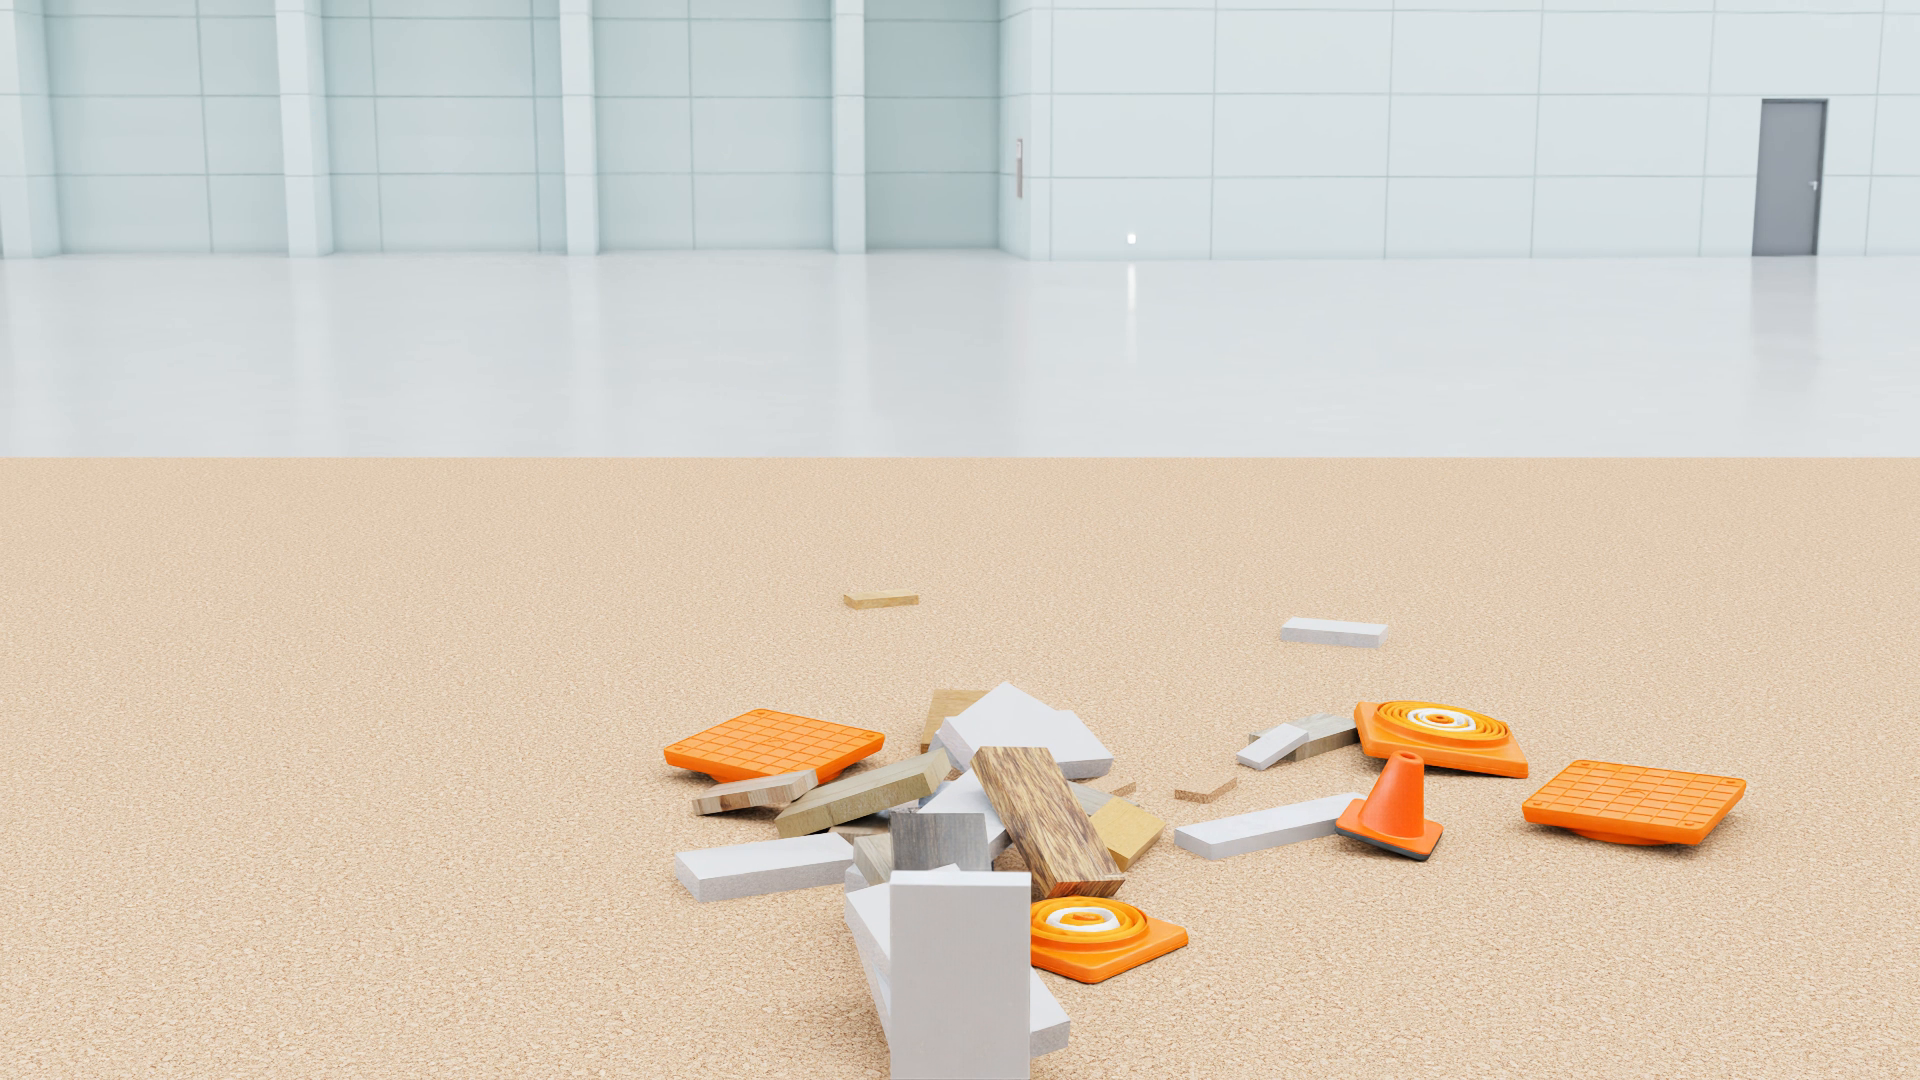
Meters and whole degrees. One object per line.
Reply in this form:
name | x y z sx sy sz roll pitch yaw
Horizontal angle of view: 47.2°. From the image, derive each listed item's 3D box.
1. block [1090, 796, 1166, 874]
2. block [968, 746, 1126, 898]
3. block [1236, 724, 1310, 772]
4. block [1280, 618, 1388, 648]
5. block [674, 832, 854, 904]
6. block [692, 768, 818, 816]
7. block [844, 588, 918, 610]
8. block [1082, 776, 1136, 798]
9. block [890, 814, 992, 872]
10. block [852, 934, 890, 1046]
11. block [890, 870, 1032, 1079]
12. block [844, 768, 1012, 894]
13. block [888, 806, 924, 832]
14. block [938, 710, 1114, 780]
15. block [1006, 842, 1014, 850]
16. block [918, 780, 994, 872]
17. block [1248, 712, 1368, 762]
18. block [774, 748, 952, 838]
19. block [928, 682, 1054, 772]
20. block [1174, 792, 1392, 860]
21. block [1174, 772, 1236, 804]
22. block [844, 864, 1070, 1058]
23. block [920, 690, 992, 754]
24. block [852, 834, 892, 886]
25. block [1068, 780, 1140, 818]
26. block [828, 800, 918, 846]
block | 0.280 0.517 3.874 0.106 0.030 0.212 27 19 17
block | 0.145 0.471 3.689 0.148 0.042 0.297 5 40 -38
block | 0.630 0.416 4.426 0.138 0.020 0.069 -28 27 -29
block | 0.938 0.232 5.502 0.244 0.035 0.122 4 11 21
block | -0.323 0.556 3.741 0.292 0.041 0.146 -4 11 -23
block | -0.381 0.469 4.095 0.211 0.030 0.106 -11 6 22
block | -0.212 0.159 5.919 0.182 0.026 0.091 -4 11 -22
block | 0.270 0.480 4.206 0.069 0.020 0.138 8 13 37
block | -0.019 0.565 3.227 0.146 0.041 0.469 1 32 -5
block | -0.034 0.613 3.059 0.173 0.049 0.346 -5 32 -14
block | 0.001 0.586 2.741 0.173 0.346 0.049 0 11 2
block | -0.003 0.489 3.672 0.148 0.042 0.497 14 23 24
block | -0.037 0.535 3.686 0.138 0.039 0.276 -2 24 -8
block | 0.130 0.403 4.286 0.317 0.045 0.158 0 33 -37
block | 0.043 0.541 3.897 0.093 0.013 0.046 -7 12 -32
block | -0.007 0.506 3.865 0.138 0.039 0.276 2 21 1
block | 0.723 0.407 4.557 0.244 0.035 0.122 -10 14 -43
block | -0.173 0.457 3.953 0.297 0.042 0.148 -19 7 17
block | 0.080 0.388 4.383 0.158 0.045 0.317 29 26 17
block | 0.589 0.516 3.984 0.421 0.030 0.106 -6 12 -31
block | 0.473 0.476 4.229 0.069 0.020 0.138 6 12 30
block | -0.009 0.587 3.012 0.173 0.049 0.346 -12 35 -24
block | 0.013 0.386 4.553 0.158 0.045 0.317 1 16 4
block | -0.048 0.540 3.413 0.146 0.041 0.292 -4 23 -22
block | 0.192 0.485 4.076 0.254 0.035 0.122 14 16 35
block | -0.142 0.510 3.993 0.138 0.039 0.276 2 11 9
